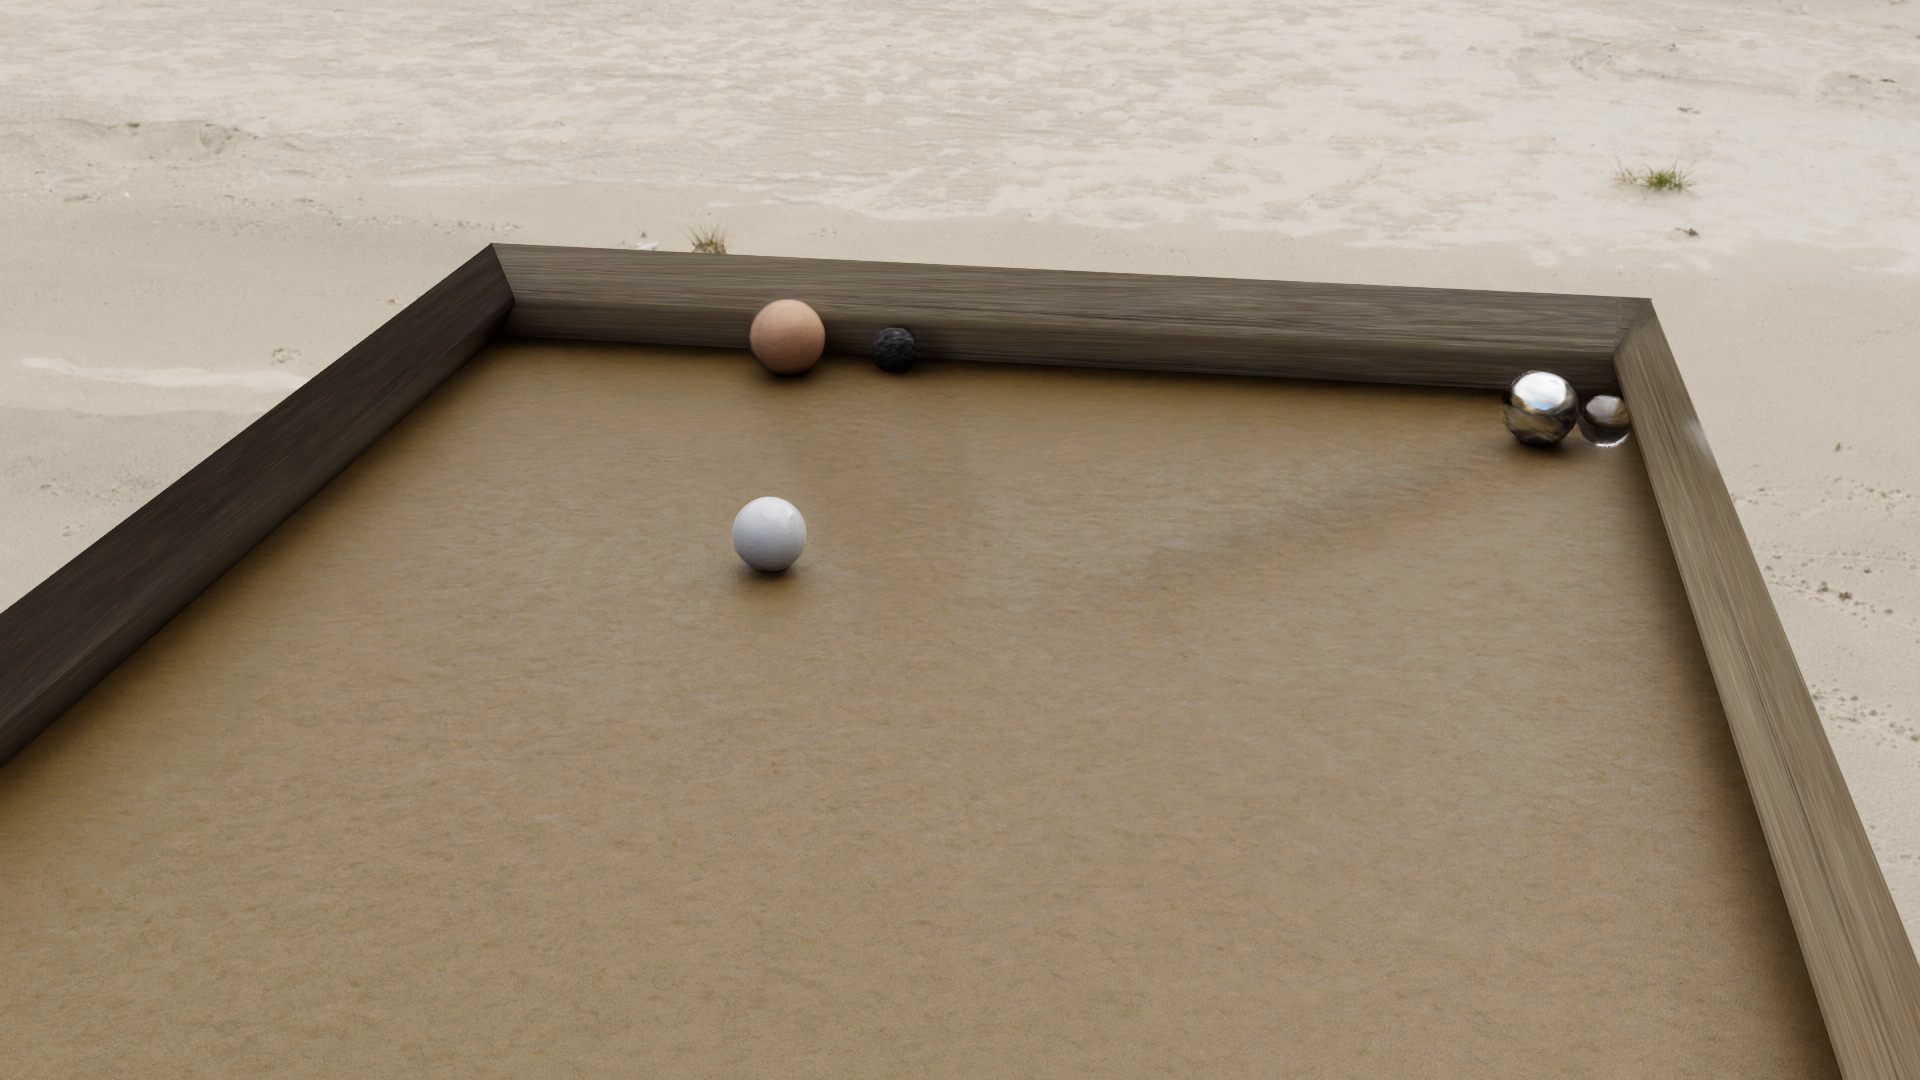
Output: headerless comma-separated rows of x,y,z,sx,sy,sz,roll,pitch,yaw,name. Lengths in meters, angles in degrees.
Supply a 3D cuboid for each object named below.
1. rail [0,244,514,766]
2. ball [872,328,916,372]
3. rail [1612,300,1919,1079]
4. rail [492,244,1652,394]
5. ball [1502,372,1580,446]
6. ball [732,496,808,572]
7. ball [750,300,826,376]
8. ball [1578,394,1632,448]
-0.848,0.201,1.768,0.045,0.129,2.782,4,24,9,rail
-0.086,-0.252,2.904,0.058,0.058,0.058,0,23,0,ball
0.618,0.299,1.542,0.045,0.129,2.782,4,24,9,rail
0.111,-0.287,2.892,1.534,0.129,0.045,4,24,9,rail
0.700,-0.158,2.648,0.090,0.090,0.090,0,23,0,ball
-0.200,-0.006,2.312,0.079,0.079,0.079,0,23,0,ball
-0.227,-0.266,2.885,0.100,0.100,0.100,0,23,0,ball
0.777,-0.144,2.648,0.064,0.064,0.064,0,23,0,ball
